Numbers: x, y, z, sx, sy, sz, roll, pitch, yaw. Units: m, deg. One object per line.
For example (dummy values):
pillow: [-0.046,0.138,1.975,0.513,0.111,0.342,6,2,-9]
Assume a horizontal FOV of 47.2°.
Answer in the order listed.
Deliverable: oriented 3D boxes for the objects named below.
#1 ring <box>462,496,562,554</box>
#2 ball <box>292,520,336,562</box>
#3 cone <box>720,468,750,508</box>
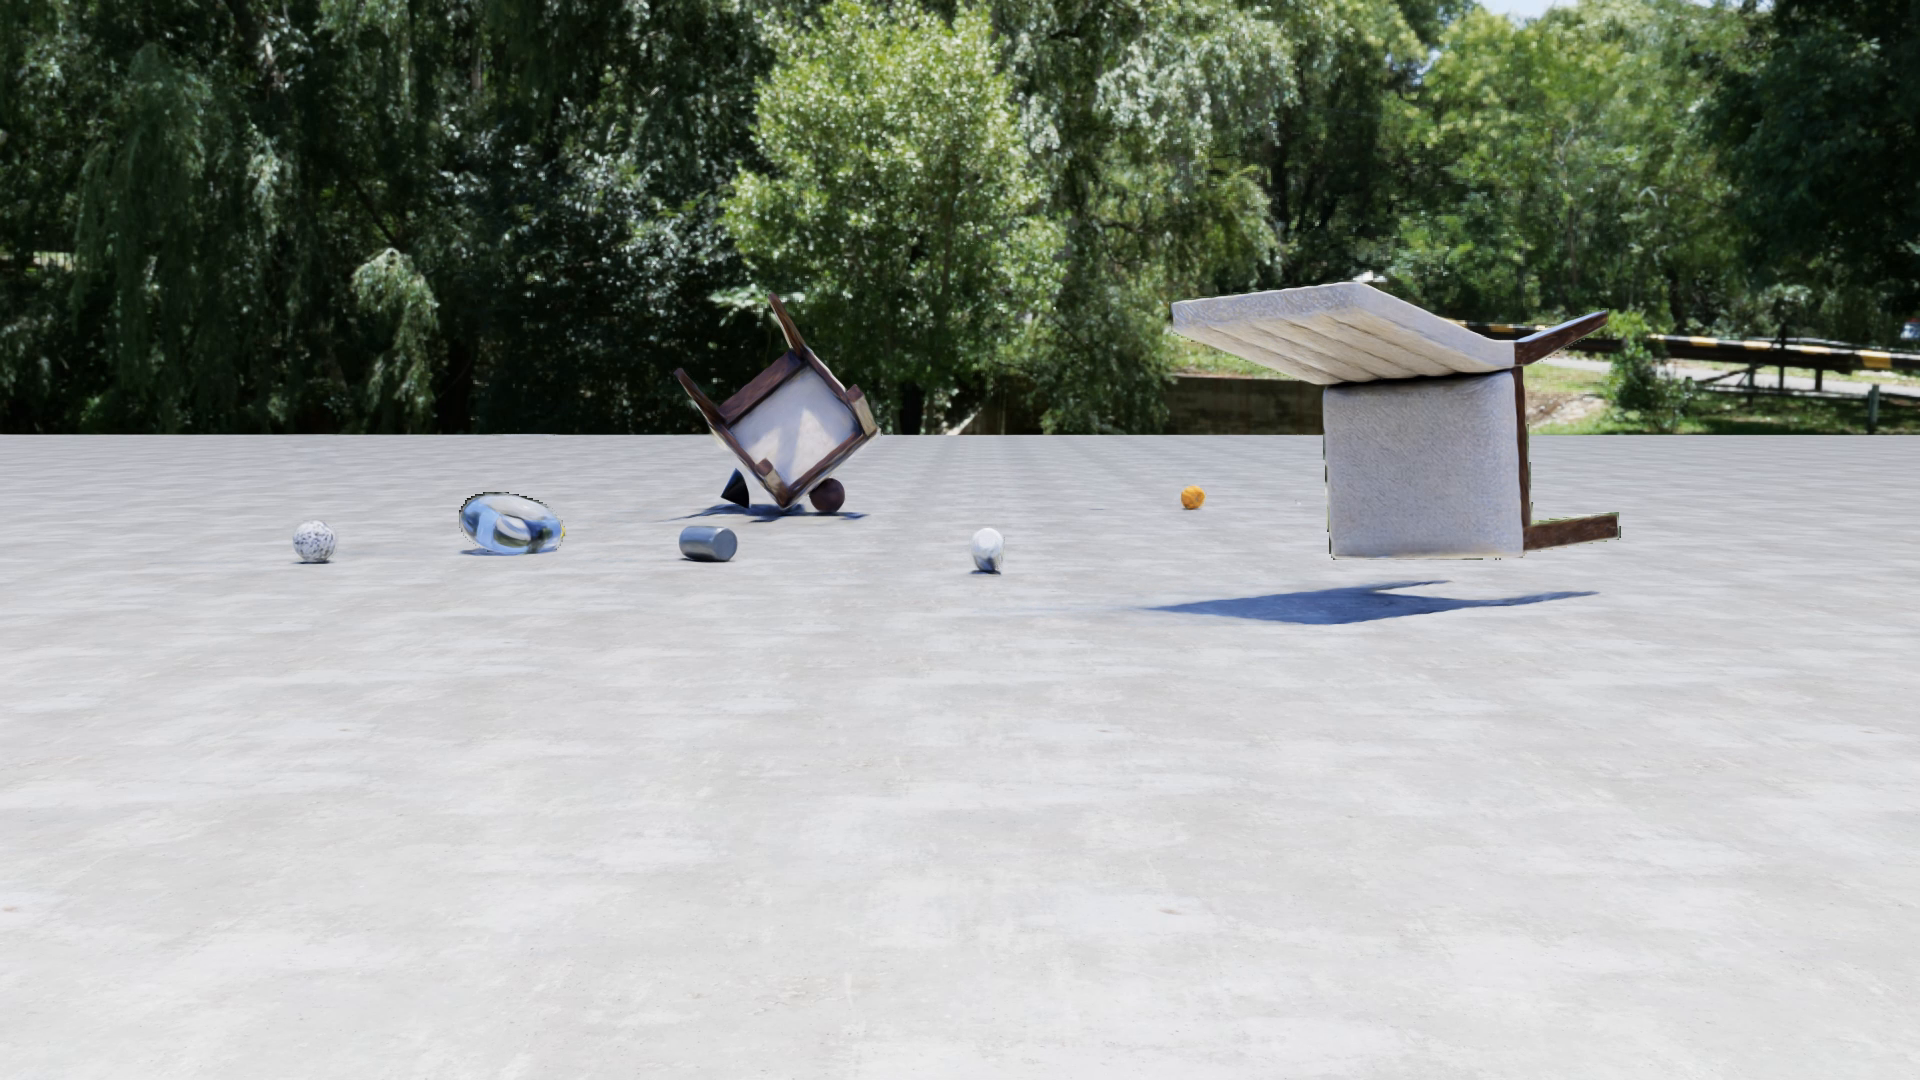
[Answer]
ring: [-1.241,-0.041,6.093,0.272,0.100,0.342,20,12,6]
ball: [-1.671,0.004,5.695,0.108,0.108,0.108,0,4,0]
cone: [-0.856,-0.176,8.217,0.091,0.165,0.122,-23,32,-24]
